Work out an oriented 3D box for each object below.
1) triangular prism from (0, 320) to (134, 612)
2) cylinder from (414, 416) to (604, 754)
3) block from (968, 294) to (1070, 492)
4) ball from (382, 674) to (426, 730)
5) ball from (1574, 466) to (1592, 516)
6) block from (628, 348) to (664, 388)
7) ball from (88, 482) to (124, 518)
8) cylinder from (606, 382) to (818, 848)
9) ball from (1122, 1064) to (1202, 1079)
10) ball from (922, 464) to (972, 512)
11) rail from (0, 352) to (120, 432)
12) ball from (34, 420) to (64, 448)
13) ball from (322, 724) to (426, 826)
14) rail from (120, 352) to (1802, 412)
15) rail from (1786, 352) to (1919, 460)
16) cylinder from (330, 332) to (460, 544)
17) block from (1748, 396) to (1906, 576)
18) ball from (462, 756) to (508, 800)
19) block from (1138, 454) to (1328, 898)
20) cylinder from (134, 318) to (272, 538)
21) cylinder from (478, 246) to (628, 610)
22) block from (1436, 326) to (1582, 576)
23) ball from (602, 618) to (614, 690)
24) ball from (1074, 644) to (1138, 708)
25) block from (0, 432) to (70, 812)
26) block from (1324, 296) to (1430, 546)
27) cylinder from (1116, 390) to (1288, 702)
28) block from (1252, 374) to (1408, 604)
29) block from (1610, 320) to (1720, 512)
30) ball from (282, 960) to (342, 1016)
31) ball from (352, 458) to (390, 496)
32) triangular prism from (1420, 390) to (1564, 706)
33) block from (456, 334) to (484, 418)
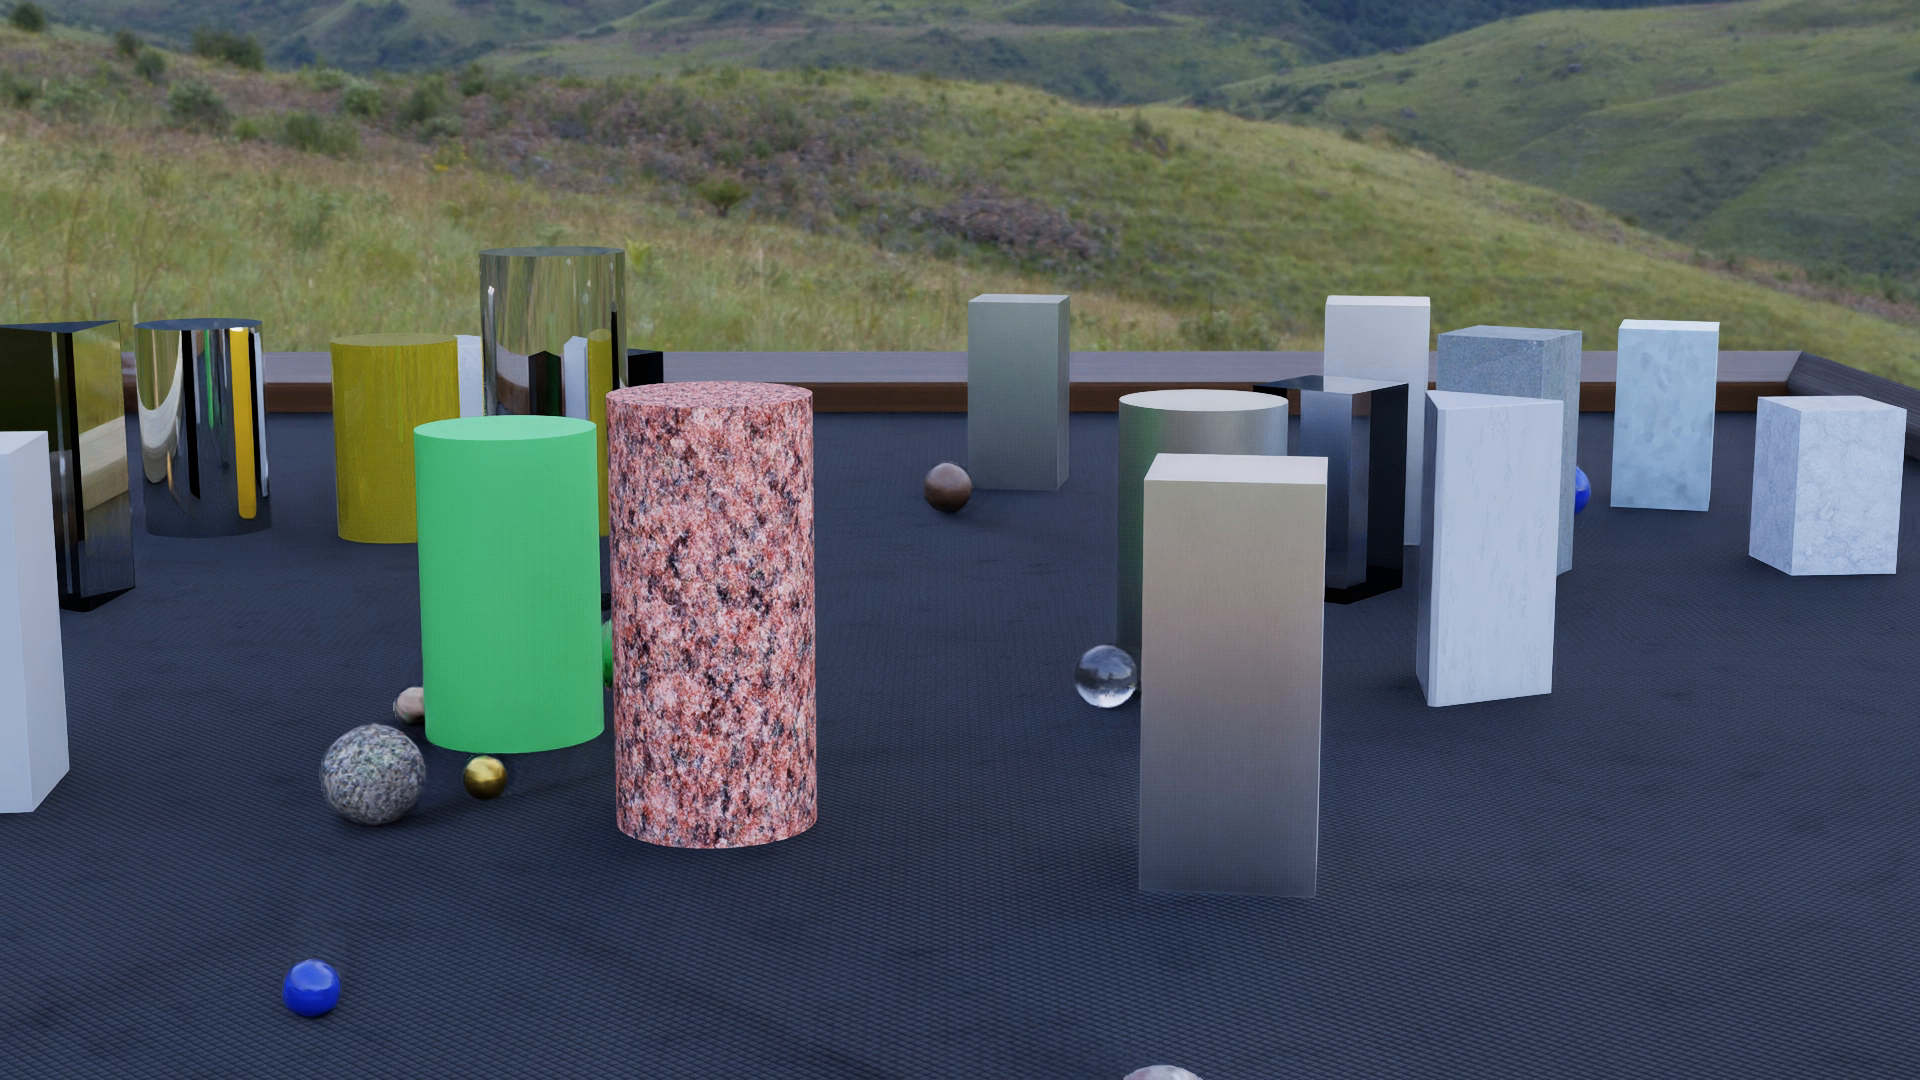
[{"bbox_3d":[-1.207,-0.108,3.526,0.169,0.377,0.147,7,13,33],"label":"triangular prism"},{"bbox_3d":[-0.492,0.045,2.810,0.195,0.339,0.195,0,11,0],"label":"cylinder"},{"bbox_3d":[0.104,-0.261,4.494,0.156,0.325,0.156,2,11,10],"label":"block"},{"bbox_3d":[-0.608,0.185,2.865,0.072,0.072,0.072,0,11,0],"label":"ball"},{"bbox_3d":[0.974,-0.079,4.151,0.093,0.093,0.093,0,11,0],"label":"ball"},{"bbox_3d":[-0.612,-0.194,4.348,0.156,0.248,0.156,8,13,35],"label":"block"},{"bbox_3d":[-1.390,-0.065,4.175,0.057,0.057,0.057,0,11,0],"label":"ball"},{"bbox_3d":[-0.238,0.067,2.471,0.195,0.418,0.195,0,11,0],"label":"cylinder"},{"bbox_3d":[0.133,0.385,1.679,0.082,0.082,0.082,0,11,0],"label":"ball"},{"bbox_3d":[-0.021,-0.086,4.219,0.081,0.081,0.081,0,11,0],"label":"ball"},{"bbox_3d":[-1.773,0.035,3.439,0.045,0.127,4.043,0,11,0],"label":"rail"},{"bbox_3d":[-1.749,-0.204,4.928,0.055,0.055,0.055,0,11,0],"label":"ball"},{"bbox_3d":[-0.568,0.227,2.486,0.098,0.098,0.098,0,11,0],"label":"ball"},{"bbox_3d":[-0.012,-0.332,5.413,3.594,0.127,0.045,0,11,0],"label":"rail"},{"bbox_3d":[1.773,0.031,3.459,0.045,0.127,4.043,0,11,0],"label":"rail"},{"bbox_3d":[-0.880,-0.162,4.017,0.195,0.305,0.195,0,11,0],"label":"cylinder"},{"bbox_3d":[1.271,-0.082,3.765,0.156,0.239,0.156,-1,11,-5],"label":"block"},{"bbox_3d":[-0.477,0.238,2.572,0.044,0.044,0.044,0,11,0],"label":"ball"},{"bbox_3d":[0.249,0.118,2.323,0.156,0.371,0.156,2,11,8],"label":"block"},{"bbox_3d":[-1.196,-0.180,4.060,0.195,0.324,0.195,0,11,0],"label":"cylinder"},{"bbox_3d":[-0.548,-0.153,3.490,0.195,0.479,0.195,0,11,0],"label":"cylinder"},{"bbox_3d":[0.786,-0.125,3.696,0.156,0.348,0.156,7,12,32],"label":"block"},{"bbox_3d":[-0.383,0.133,2.998,0.096,0.096,0.096,0,11,0],"label":"ball"},{"bbox_3d":[0.167,0.156,2.938,0.072,0.072,0.072,0,11,0],"label":"ball"},{"bbox_3d":[-1.001,0.080,2.567,0.156,0.357,0.156,-1,11,-6],"label":"block"},{"bbox_3d":[0.645,-0.189,3.989,0.156,0.367,0.156,2,11,9],"label":"block"},{"bbox_3d":[0.282,0.007,3.002,0.195,0.343,0.195,0,11,0],"label":"cylinder"},{"bbox_3d":[0.514,-0.074,3.582,0.156,0.289,0.156,8,13,38],"label":"block"},{"bbox_3d":[1.183,-0.212,4.304,0.156,0.298,0.156,3,11,17],"label":"block"},{"bbox_3d":[-0.502,0.347,1.988,0.044,0.044,0.044,0,11,0],"label":"ball"},{"bbox_3d":[-1.007,-0.107,4.382,0.064,0.064,0.064,0,11,0],"label":"ball"},{"bbox_3d":[0.588,0.004,3.015,0.169,0.344,0.147,-5,12,-24],"label":"triangular prism"},{"bbox_3d":[-0.863,-0.207,4.373,0.156,0.263,0.156,-10,14,-43],"label":"block"}]
